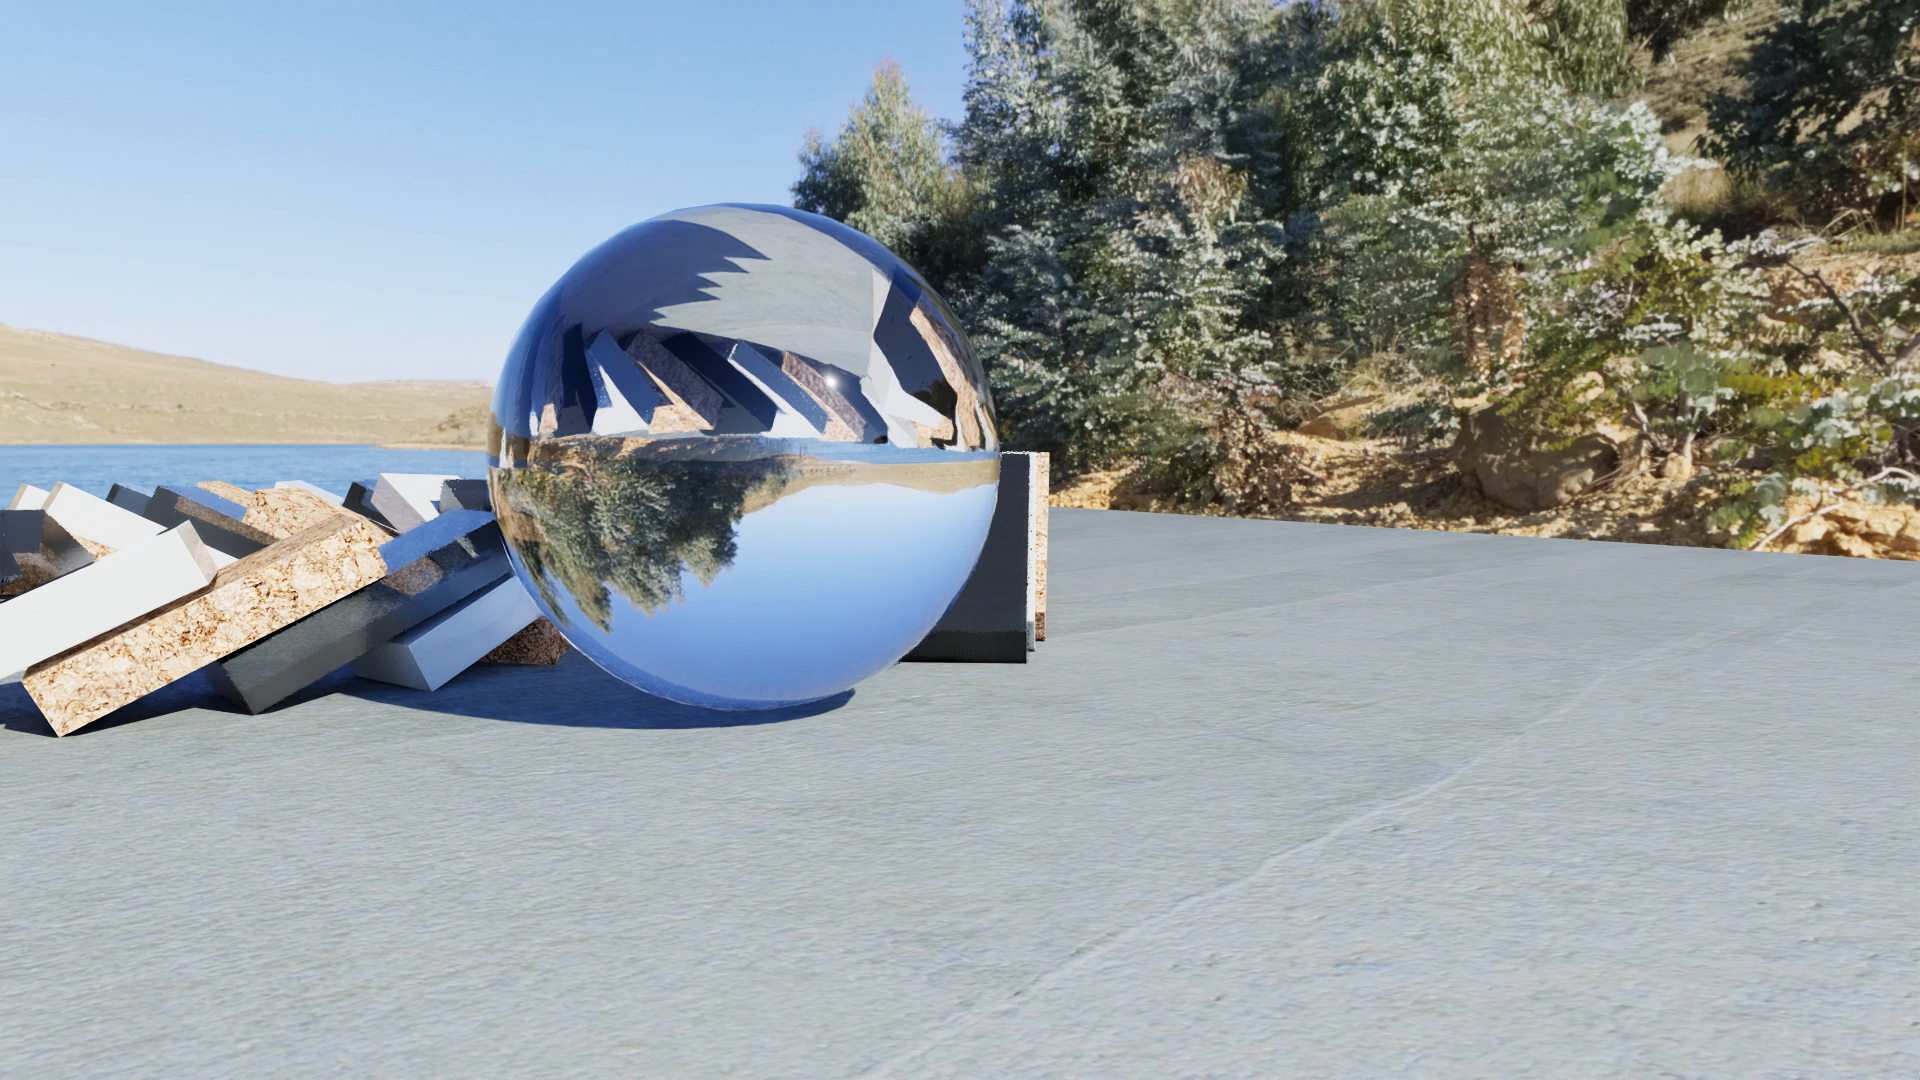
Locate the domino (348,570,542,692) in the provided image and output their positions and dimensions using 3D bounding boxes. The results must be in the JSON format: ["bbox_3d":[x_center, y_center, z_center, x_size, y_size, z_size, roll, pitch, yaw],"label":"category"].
[{"bbox_3d":[-0.089,0.009,0.243,0.025,0.010,0.050,4,31,36],"label":"domino"}]

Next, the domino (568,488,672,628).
[{"bbox_3d":[-0.087,0.003,0.316,0.025,0.010,0.050,0,31,-4],"label":"domino"}]

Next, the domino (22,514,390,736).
[{"bbox_3d":[-0.120,0.012,0.206,0.050,0.009,0.025,-31,20,-27],"label":"domino"}]

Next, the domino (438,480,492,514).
[{"bbox_3d":[-0.122,0.000,0.353,0.025,0.010,0.050,-3,34,-43],"label":"domino"}]

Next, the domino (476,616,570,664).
[{"bbox_3d":[-0.085,0.007,0.269,0.025,0.010,0.050,1,30,15],"label":"domino"}]

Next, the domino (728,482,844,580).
[{"bbox_3d":[-0.053,-0.004,0.424,0.025,0.009,0.050,-4,30,-44],"label":"domino"}]

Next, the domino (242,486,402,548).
[{"bbox_3d":[-0.169,0.001,0.359,0.050,0.010,0.025,25,3,-5],"label":"domino"}]

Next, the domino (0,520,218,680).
[{"bbox_3d":[-0.141,0.013,0.194,0.050,0.010,0.025,-29,16,-22],"label":"domino"}]

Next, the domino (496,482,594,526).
[{"bbox_3d":[-0.104,0.001,0.337,0.025,0.010,0.050,-2,33,-30],"label":"domino"}]

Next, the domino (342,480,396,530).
[{"bbox_3d":[-0.190,-0.007,0.458,0.050,0.009,0.025,24,2,-6],"label":"domino"}]

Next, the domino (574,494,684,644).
[{"bbox_3d":[-0.083,0.005,0.292,0.025,0.009,0.050,1,30,7],"label":"domino"}]

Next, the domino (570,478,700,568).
[{"bbox_3d":[-0.115,-0.007,0.460,0.050,0.009,0.025,30,18,25],"label":"domino"}]

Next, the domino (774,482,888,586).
[{"bbox_3d":[-0.035,-0.003,0.408,0.025,0.009,0.050,-4,30,-40],"label":"domino"}]

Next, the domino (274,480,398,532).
[{"bbox_3d":[-0.214,-0.006,0.452,0.050,0.010,0.025,24,-1,-11],"label":"domino"}]

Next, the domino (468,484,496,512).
[{"bbox_3d":[-0.166,-0.007,0.462,0.050,0.009,0.025,25,5,1],"label":"domino"}]

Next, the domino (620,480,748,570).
[{"bbox_3d":[-0.094,-0.006,0.450,0.050,0.009,0.025,30,19,27],"label":"domino"}]

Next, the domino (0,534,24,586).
[{"bbox_3d":[-0.164,0.013,0.179,0.050,0.009,0.025,-27,4,5],"label":"domino"}]

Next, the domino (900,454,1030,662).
[{"bbox_3d":[0.002,0.003,0.264,0.025,0.009,0.050,0,46,4],"label":"domino"}]

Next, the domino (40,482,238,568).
[{"bbox_3d":[-0.212,0.001,0.337,0.050,0.009,0.025,33,-17,-35],"label":"domino"}]

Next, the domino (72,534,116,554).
[{"bbox_3d":[-0.290,-0.002,0.395,0.025,0.009,0.050,4,-19,44],"label":"domino"}]

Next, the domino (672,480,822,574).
[{"bbox_3d":[-0.073,-0.005,0.438,0.050,0.010,0.025,33,23,33],"label":"domino"}]

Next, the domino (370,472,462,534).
[{"bbox_3d":[-0.142,-0.002,0.365,0.050,0.010,0.025,37,20,28],"label":"domino"}]

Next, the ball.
[{"bbox_3d":[-0.033,-0.013,0.205,0.080,0.080,0.080,0,4,0],"label":"ball"}]

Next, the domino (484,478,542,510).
[{"bbox_3d":[-0.142,-0.007,0.462,0.050,0.009,0.025,27,9,8],"label":"domino"}]

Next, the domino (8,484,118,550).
[{"bbox_3d":[-0.275,-0.003,0.414,0.050,0.009,0.025,29,-15,-37],"label":"domino"}]

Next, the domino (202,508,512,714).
[{"bbox_3d":[-0.104,0.011,0.223,0.050,0.009,0.025,-35,25,-34],"label":"domino"}]

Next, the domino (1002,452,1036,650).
[{"bbox_3d":[0.004,0.001,0.278,0.025,0.009,0.050,0,46,4],"label":"domino"}]

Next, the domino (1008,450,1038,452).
[{"bbox_3d":[0.007,-0.001,0.307,0.025,0.009,0.050,-1,46,3],"label":"domino"}]

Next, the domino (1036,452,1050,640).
[{"bbox_3d":[0.007,0.000,0.292,0.025,0.010,0.050,1,46,4],"label":"domino"}]

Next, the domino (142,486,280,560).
[{"bbox_3d":[-0.195,0.000,0.357,0.050,0.009,0.025,25,-2,-8],"label":"domino"}]

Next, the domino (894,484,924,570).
[{"bbox_3d":[-0.002,0.000,0.370,0.025,0.009,0.050,-1,30,-14],"label":"domino"}]

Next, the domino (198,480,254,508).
[{"bbox_3d":[-0.236,-0.006,0.445,0.050,0.009,0.025,25,-3,-15],"label":"domino"}]

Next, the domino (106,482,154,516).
[{"bbox_3d":[-0.257,-0.005,0.432,0.050,0.010,0.025,26,-7,-24],"label":"domino"}]

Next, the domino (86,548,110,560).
[{"bbox_3d":[-0.225,0.005,0.312,0.025,0.010,0.050,-3,-17,35],"label":"domino"}]

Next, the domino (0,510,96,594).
[{"bbox_3d":[-0.207,0.007,0.283,0.025,0.010,0.050,-1,-19,-17],"label":"domino"}]

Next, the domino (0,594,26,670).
[{"bbox_3d":[-0.196,0.018,0.260,0.025,0.009,0.050,-2,5,-21],"label":"domino"}]

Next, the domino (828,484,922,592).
[{"bbox_3d":[-0.018,-0.002,0.391,0.025,0.009,0.050,-3,30,-31],"label":"domino"}]

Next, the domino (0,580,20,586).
[{"bbox_3d":[-0.302,0.000,0.373,0.025,0.009,0.050,3,-20,33],"label":"domino"}]
